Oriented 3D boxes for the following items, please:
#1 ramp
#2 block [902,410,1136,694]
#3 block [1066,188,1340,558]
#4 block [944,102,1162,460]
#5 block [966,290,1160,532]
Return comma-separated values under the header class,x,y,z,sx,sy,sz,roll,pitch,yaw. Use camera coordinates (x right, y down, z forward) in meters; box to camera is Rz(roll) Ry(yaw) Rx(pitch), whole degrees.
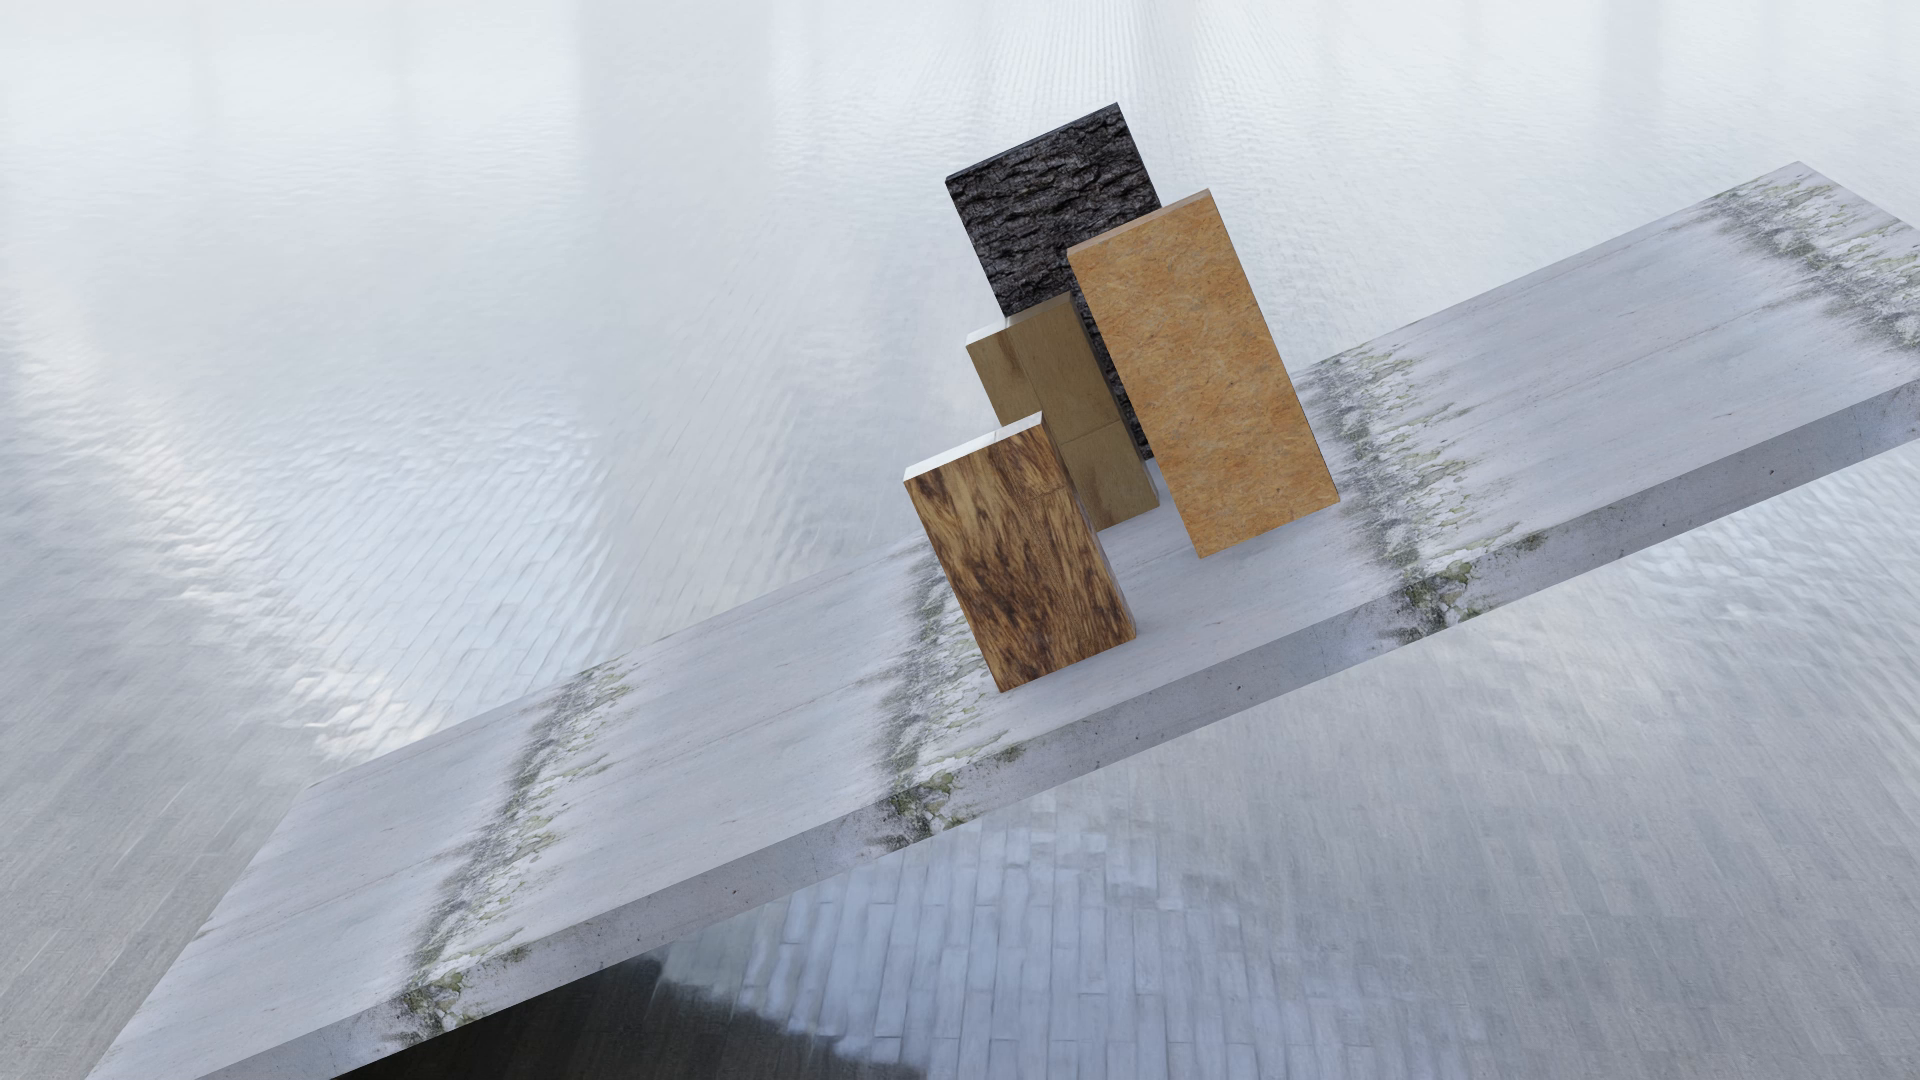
class,x,y,z,sx,sy,sz,roll,pitch,yaw
ramp,0.132,0.170,6.284,4.000,0.100,2.000,-23,13,8
block,0.117,0.024,5.632,0.284,0.457,0.109,-23,13,8
block,0.489,-0.330,5.885,0.306,0.673,0.098,-23,13,8
block,0.325,-0.570,6.888,0.434,0.791,0.097,-23,13,8
block,0.228,-0.265,6.502,0.247,0.499,0.132,-23,13,8
